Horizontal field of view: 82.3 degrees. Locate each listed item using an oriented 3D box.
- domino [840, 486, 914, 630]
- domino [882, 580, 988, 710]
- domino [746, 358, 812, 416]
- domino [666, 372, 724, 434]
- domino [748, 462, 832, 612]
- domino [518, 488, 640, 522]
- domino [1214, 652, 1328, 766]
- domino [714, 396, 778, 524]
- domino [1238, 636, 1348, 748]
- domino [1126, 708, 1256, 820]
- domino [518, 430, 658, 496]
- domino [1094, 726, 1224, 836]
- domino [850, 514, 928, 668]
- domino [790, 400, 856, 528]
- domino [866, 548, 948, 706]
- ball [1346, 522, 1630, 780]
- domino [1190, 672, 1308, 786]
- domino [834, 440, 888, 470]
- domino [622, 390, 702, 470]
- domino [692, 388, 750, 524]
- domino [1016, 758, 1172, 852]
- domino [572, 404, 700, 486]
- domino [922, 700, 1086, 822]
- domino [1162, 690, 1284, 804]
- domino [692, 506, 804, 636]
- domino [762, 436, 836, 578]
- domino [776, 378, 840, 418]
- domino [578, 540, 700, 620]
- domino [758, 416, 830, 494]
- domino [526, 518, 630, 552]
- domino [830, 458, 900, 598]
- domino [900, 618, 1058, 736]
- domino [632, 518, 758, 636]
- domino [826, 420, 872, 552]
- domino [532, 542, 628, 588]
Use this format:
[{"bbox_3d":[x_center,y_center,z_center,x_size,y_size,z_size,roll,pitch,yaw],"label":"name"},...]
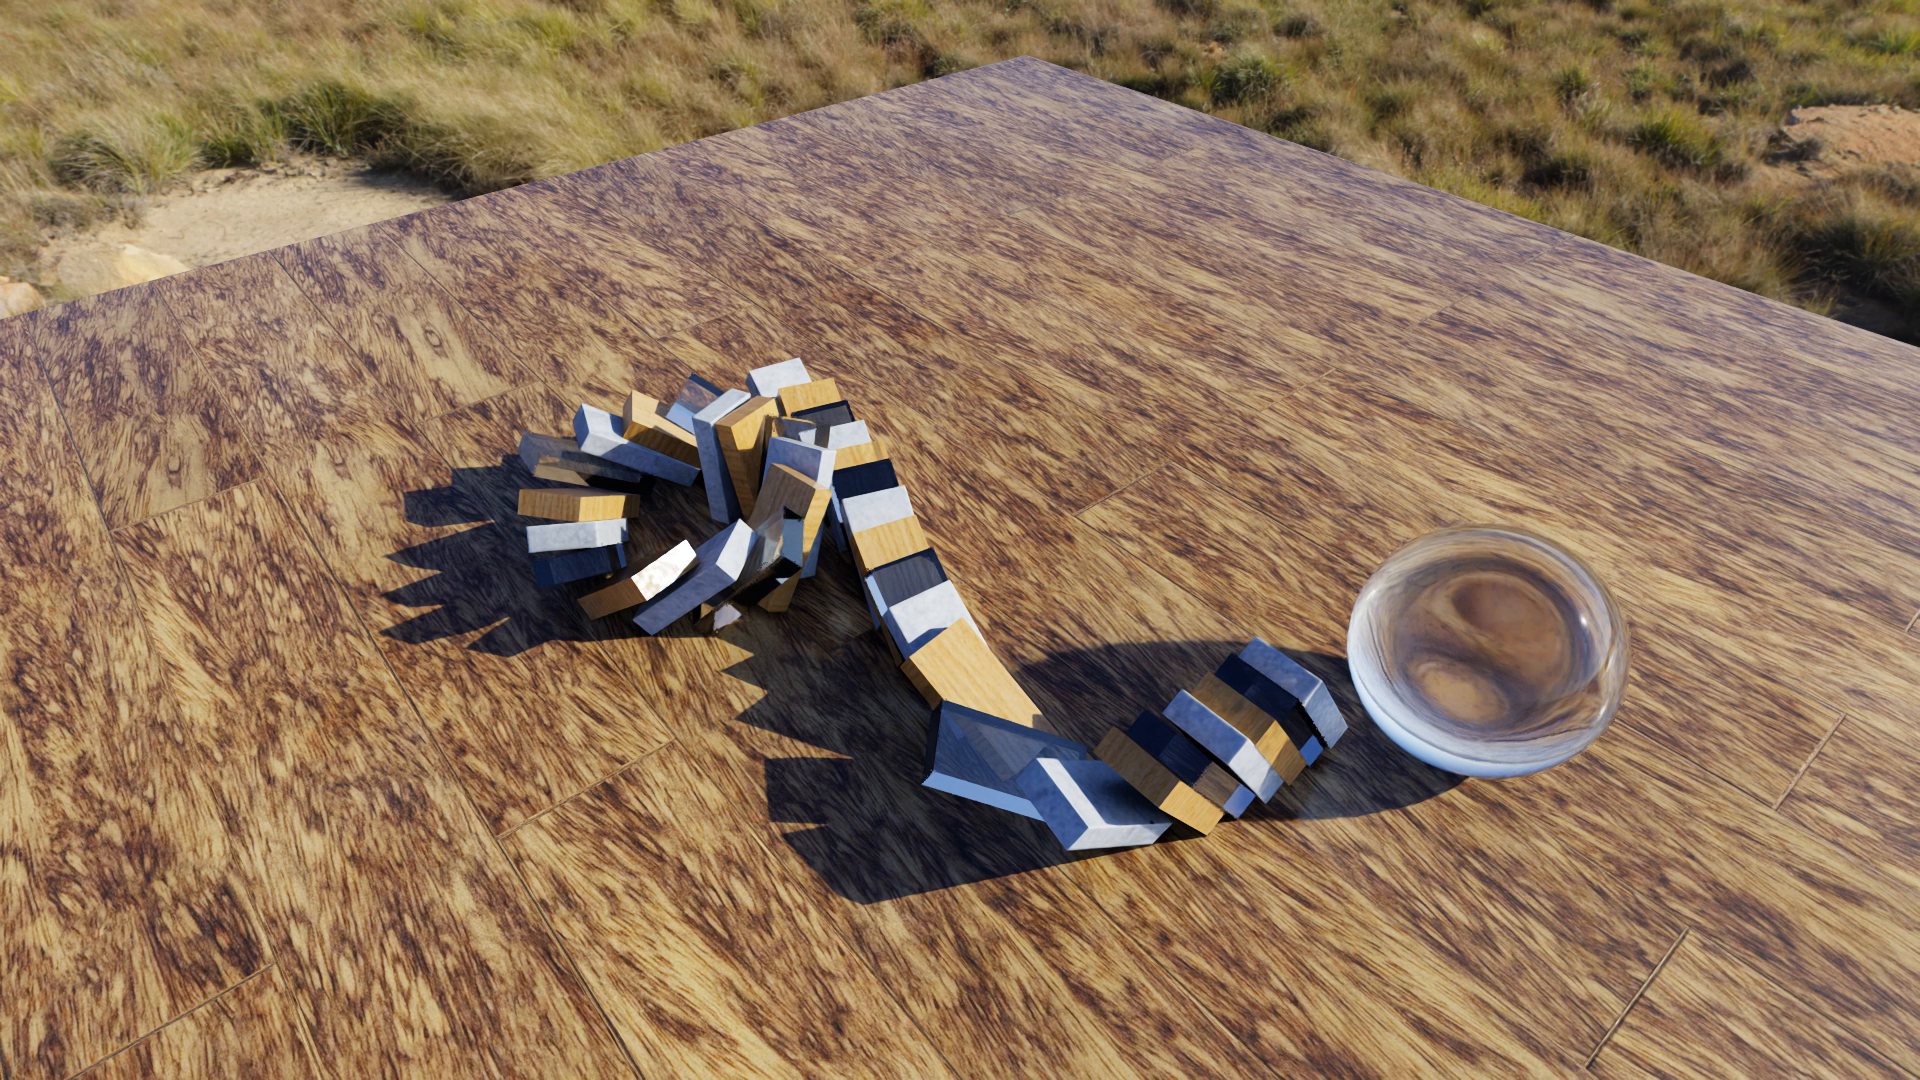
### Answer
[{"bbox_3d":[-0.026,0.006,0.414,0.025,0.010,0.050,-14,75,-17],"label":"domino"},{"bbox_3d":[-0.003,0.041,0.373,0.025,0.009,0.050,-24,77,-26],"label":"domino"},{"bbox_3d":[-0.073,-0.055,0.489,0.025,0.010,0.050,-21,77,-28],"label":"domino"},{"bbox_3d":[-0.101,-0.051,0.484,0.050,0.009,0.025,32,36,-18],"label":"domino"},{"bbox_3d":[-0.069,-0.001,0.415,0.025,0.050,0.009,29,13,31],"label":"domino"},{"bbox_3d":[-0.151,-0.014,0.440,0.025,0.010,0.050,7,5,9],"label":"domino"},{"bbox_3d":[0.099,0.054,0.348,0.009,0.050,0.025,-50,53,-3],"label":"domino"},{"bbox_3d":[-0.081,-0.030,0.448,0.009,0.050,0.025,14,40,33],"label":"domino"},{"bbox_3d":[0.108,0.050,0.354,0.010,0.050,0.025,-50,53,-3],"label":"domino"},{"bbox_3d":[0.070,0.068,0.332,0.025,0.050,0.010,38,89,37],"label":"domino"},{"bbox_3d":[-0.156,-0.032,0.461,0.050,0.010,0.025,11,20,-41],"label":"domino"},{"bbox_3d":[0.060,0.072,0.326,0.025,0.050,0.010,38,89,35],"label":"domino"},{"bbox_3d":[-0.019,0.018,0.401,0.025,0.010,0.050,-17,76,-20],"label":"domino"},{"bbox_3d":[-0.052,-0.033,0.464,0.025,0.010,0.050,-16,74,-19],"label":"domino"},{"bbox_3d":[-0.011,0.030,0.387,0.025,0.009,0.050,-20,76,-22],"label":"domino"},{"bbox_3d":[0.164,0.034,0.346,0.080,0.080,0.080,0,39,0],"label":"ball"},{"bbox_3d":[0.090,0.059,0.342,0.010,0.050,0.025,-50,53,-3],"label":"domino"},{"bbox_3d":[-0.036,-0.013,0.439,0.025,0.009,0.050,-14,75,-17],"label":"domino"},{"bbox_3d":[-0.121,-0.045,0.477,0.050,0.009,0.025,23,29,-31],"label":"domino"},{"bbox_3d":[-0.095,-0.034,0.453,0.010,0.050,0.025,19,43,23],"label":"domino"},{"bbox_3d":[0.040,0.077,0.323,0.050,0.010,0.025,16,28,-51],"label":"domino"},{"bbox_3d":[-0.138,-0.040,0.470,0.050,0.010,0.025,20,23,-36],"label":"domino"},{"bbox_3d":[0.014,0.069,0.340,0.050,0.009,0.025,20,48,-14],"label":"domino"},{"bbox_3d":[0.081,0.064,0.336,0.009,0.050,0.025,-50,53,-3],"label":"domino"},{"bbox_3d":[-0.078,0.012,0.402,0.050,0.009,0.025,-36,38,26],"label":"domino"},{"bbox_3d":[-0.065,-0.013,0.427,0.025,0.050,0.009,16,12,26],"label":"domino"},{"bbox_3d":[-0.060,-0.044,0.477,0.025,0.009,0.050,-14,73,-20],"label":"domino"},{"bbox_3d":[-0.118,0.015,0.402,0.050,0.010,0.025,-17,19,49],"label":"domino"},{"bbox_3d":[-0.067,-0.023,0.439,0.025,0.050,0.010,12,10,28],"label":"domino"},{"bbox_3d":[-0.146,-0.002,0.423,0.025,0.010,0.050,-5,3,-4],"label":"domino"},{"bbox_3d":[-0.032,-0.005,0.426,0.025,0.009,0.050,-14,75,-17],"label":"domino"},{"bbox_3d":[0.006,0.053,0.359,0.025,0.010,0.050,-35,82,-34],"label":"domino"},{"bbox_3d":[-0.097,0.014,0.402,0.050,0.009,0.025,-30,27,32],"label":"domino"},{"bbox_3d":[-0.044,-0.023,0.451,0.025,0.009,0.050,-15,75,-17],"label":"domino"},{"bbox_3d":[-0.140,0.009,0.408,0.025,0.010,0.050,-14,3,-10],"label":"domino"}]
